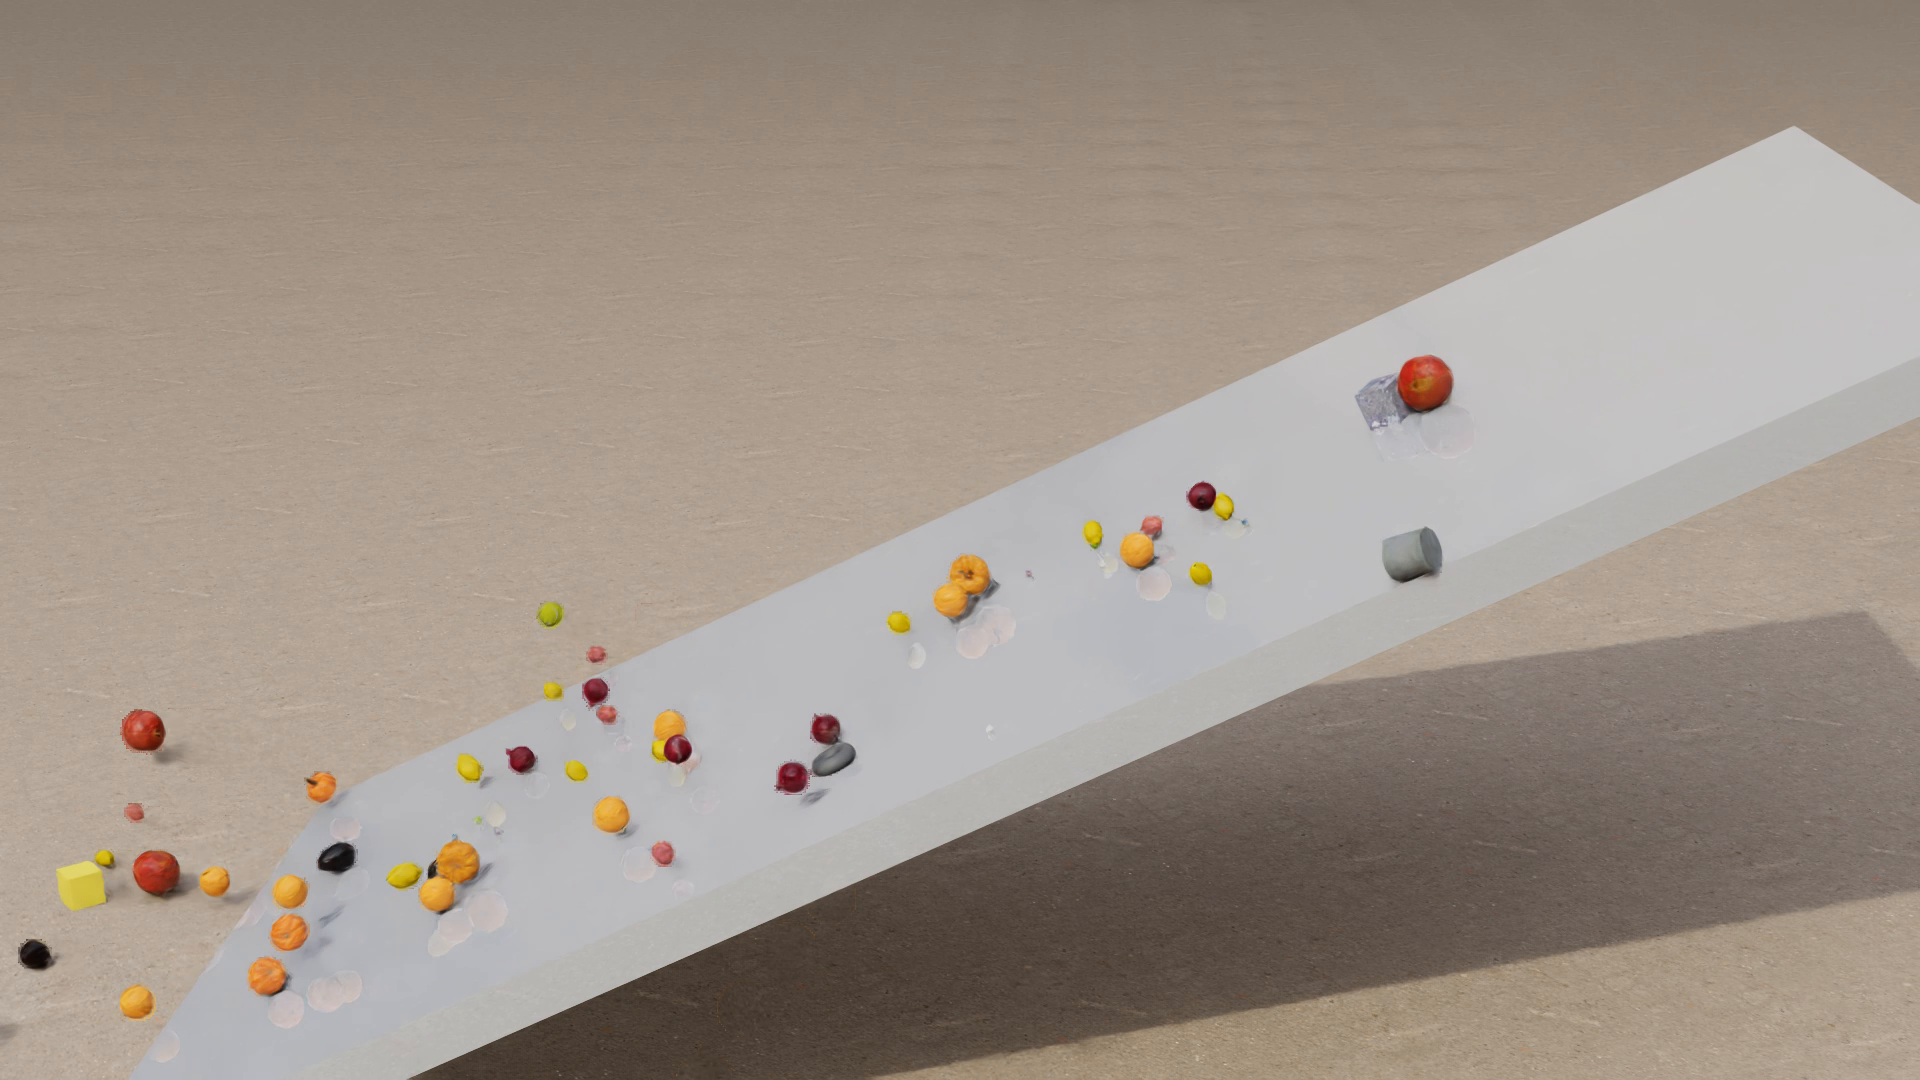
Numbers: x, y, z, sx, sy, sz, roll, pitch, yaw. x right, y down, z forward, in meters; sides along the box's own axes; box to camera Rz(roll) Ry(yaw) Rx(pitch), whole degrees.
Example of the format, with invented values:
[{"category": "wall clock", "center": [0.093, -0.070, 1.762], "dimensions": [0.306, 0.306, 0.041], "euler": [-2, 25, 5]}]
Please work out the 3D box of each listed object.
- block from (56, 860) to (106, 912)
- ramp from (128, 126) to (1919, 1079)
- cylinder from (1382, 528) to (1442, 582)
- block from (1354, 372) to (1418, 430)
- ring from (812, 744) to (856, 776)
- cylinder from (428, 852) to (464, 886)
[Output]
[{"category": "block", "center": [-2.131, 0.838, 7.131], "dimensions": [0.083, 0.083, 0.083], "euler": [-15, 22, -35]}, {"category": "ramp", "center": [0.137, 0.168, 6.281], "dimensions": [4.000, 0.100, 2.000], "euler": [-25, 13, 9]}, {"category": "cylinder", "center": [0.795, 0.025, 5.177], "dimensions": [0.078, 0.078, 0.078], "euler": [-18, 4, 34]}, {"category": "block", "center": [0.896, -0.293, 6.179], "dimensions": [0.082, 0.082, 0.082], "euler": [-14, 18, 43]}, {"category": "ring", "center": [-0.247, 0.429, 5.744], "dimensions": [0.094, 0.031, 0.094], "euler": [-27, 13, 7]}, {"category": "cylinder", "center": [-1.088, 0.696, 6.225], "dimensions": [0.060, 0.060, 0.060], "euler": [-13, -16, -38]}]
